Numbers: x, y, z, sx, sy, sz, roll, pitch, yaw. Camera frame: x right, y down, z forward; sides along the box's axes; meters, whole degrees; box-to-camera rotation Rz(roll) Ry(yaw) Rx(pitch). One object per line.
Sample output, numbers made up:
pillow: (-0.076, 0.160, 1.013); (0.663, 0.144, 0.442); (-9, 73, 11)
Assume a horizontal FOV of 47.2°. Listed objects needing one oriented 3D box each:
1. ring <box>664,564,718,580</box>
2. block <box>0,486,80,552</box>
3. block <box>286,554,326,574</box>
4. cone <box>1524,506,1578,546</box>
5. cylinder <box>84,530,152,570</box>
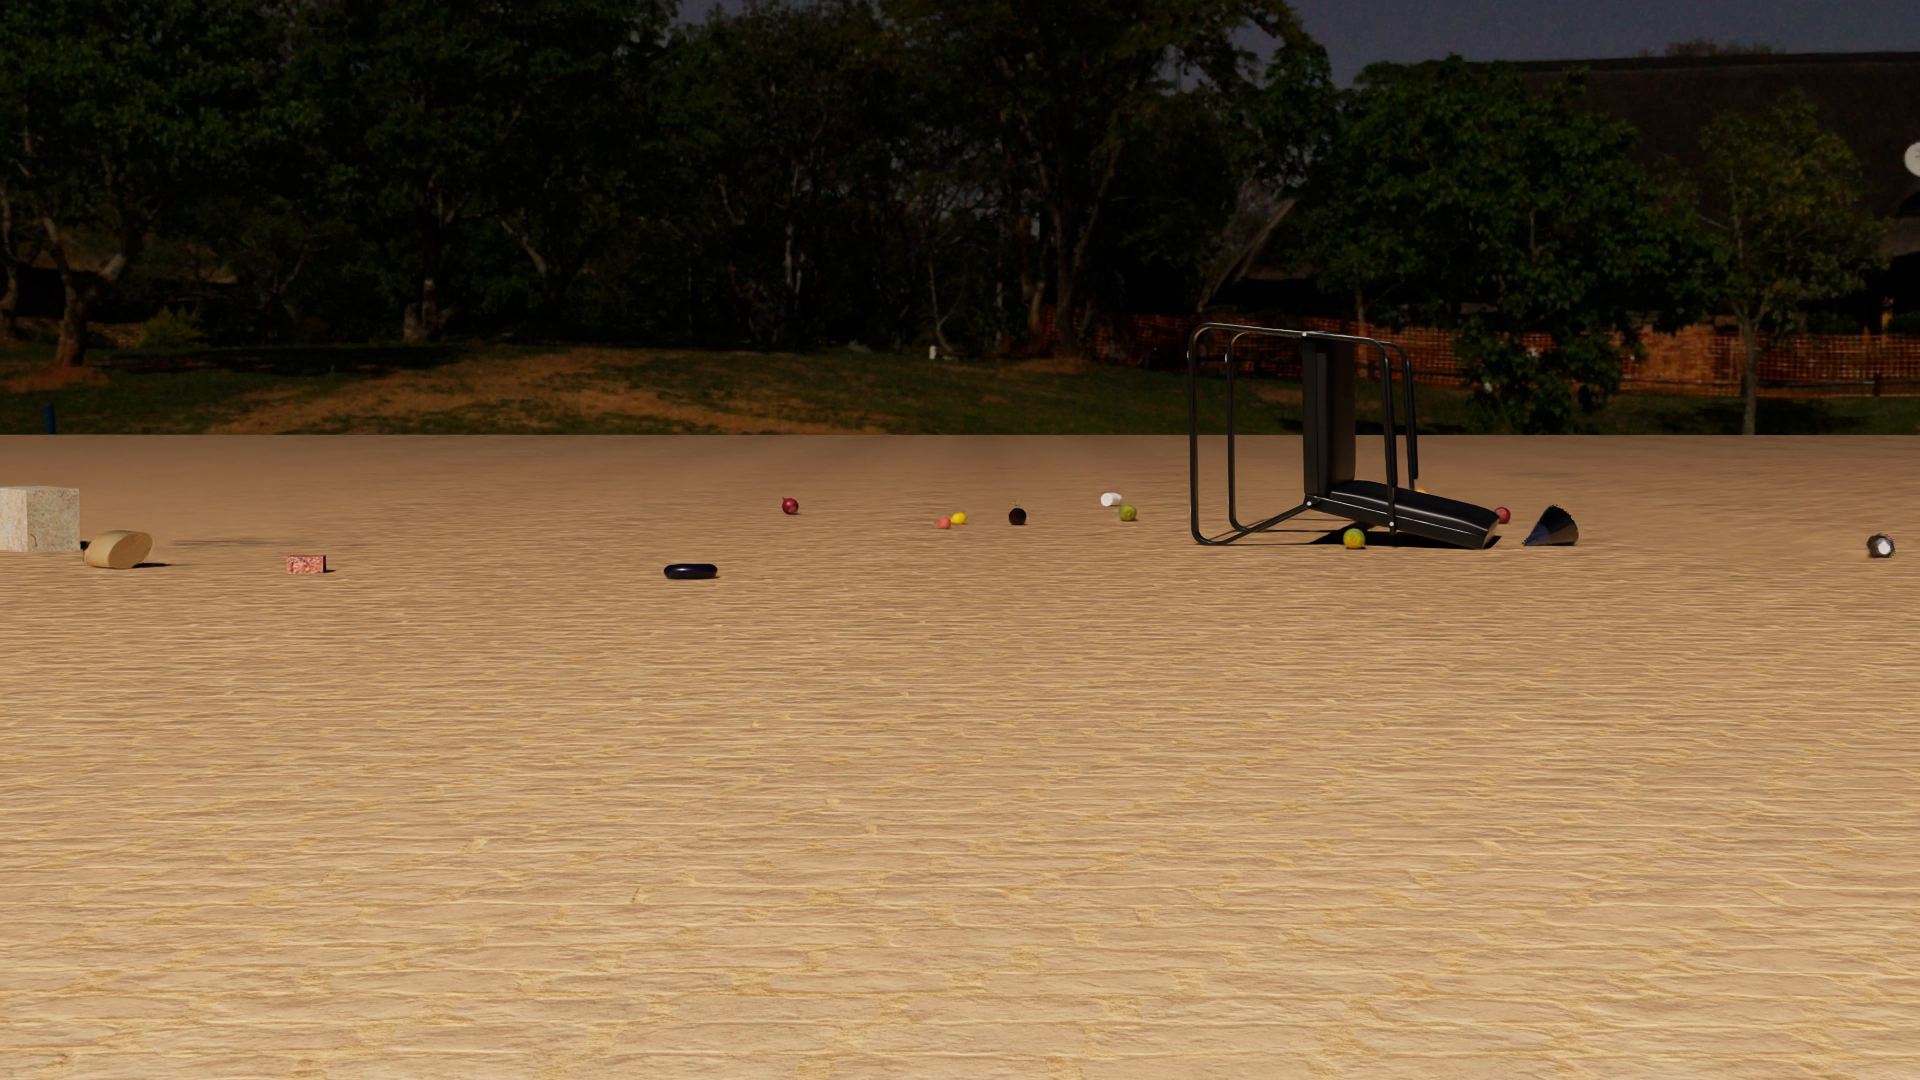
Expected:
ring: (-0.639, 0.075, 5.211); (0.128, 0.034, 0.087); (-2, 3, -12)
block: (-2.597, -0.060, 6.171); (0.240, 0.171, 0.148); (4, 5, 43)
block: (-1.600, 0.059, 5.387); (0.085, 0.040, 0.064); (-1, 4, -9)
cone: (1.670, -0.012, 6.311); (0.137, 0.122, 0.161); (-26, 9, -16)
cylinder: (-2.116, 0.024, 5.529); (0.114, 0.077, 0.131); (3, 32, 39)
